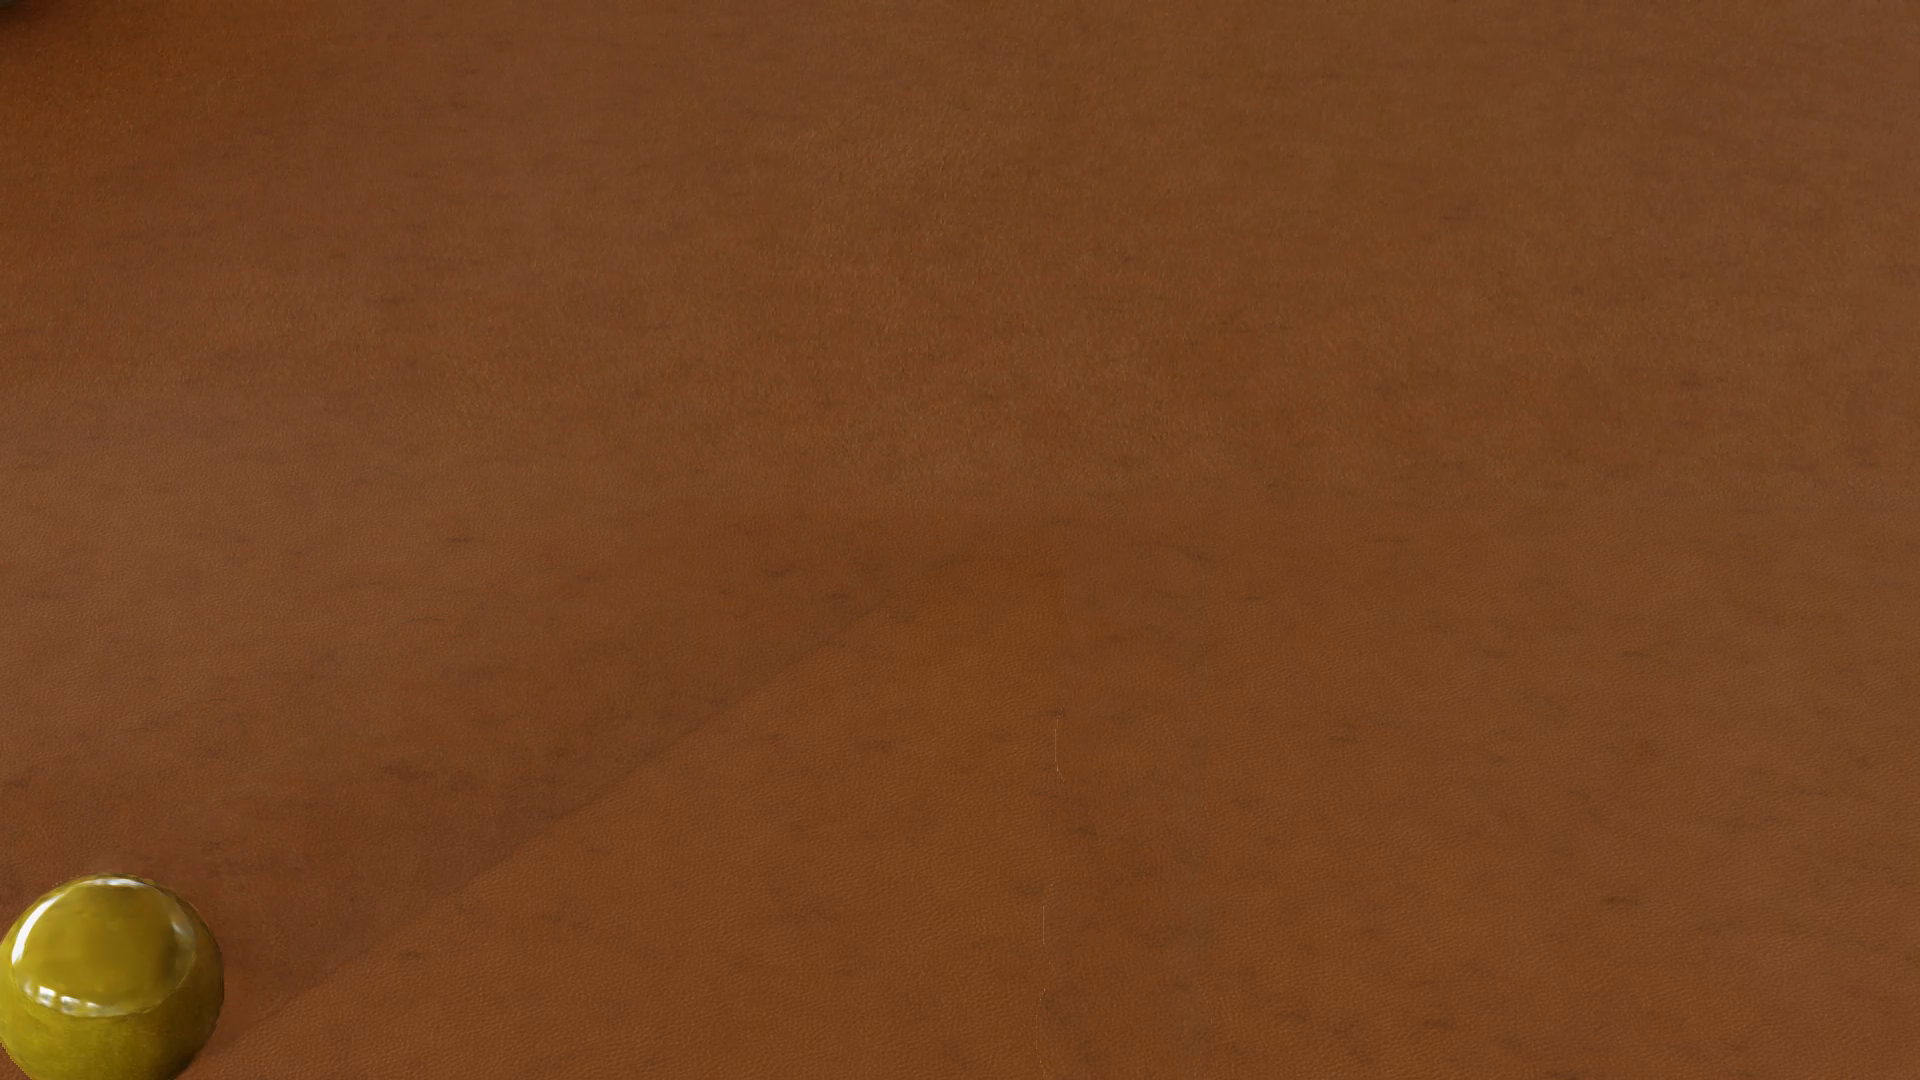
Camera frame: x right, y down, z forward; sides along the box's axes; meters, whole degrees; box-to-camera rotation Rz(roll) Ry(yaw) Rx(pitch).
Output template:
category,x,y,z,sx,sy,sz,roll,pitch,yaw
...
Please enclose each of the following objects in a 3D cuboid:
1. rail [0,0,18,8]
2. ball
category,x,y,z,sx,sy,sz,roll,pitch,yaw
rail,-0.562,-0.732,2.882,0.045,0.125,4.199,14,32,23
ball,-0.364,0.191,1.259,0.096,0.096,0.096,0,29,0
